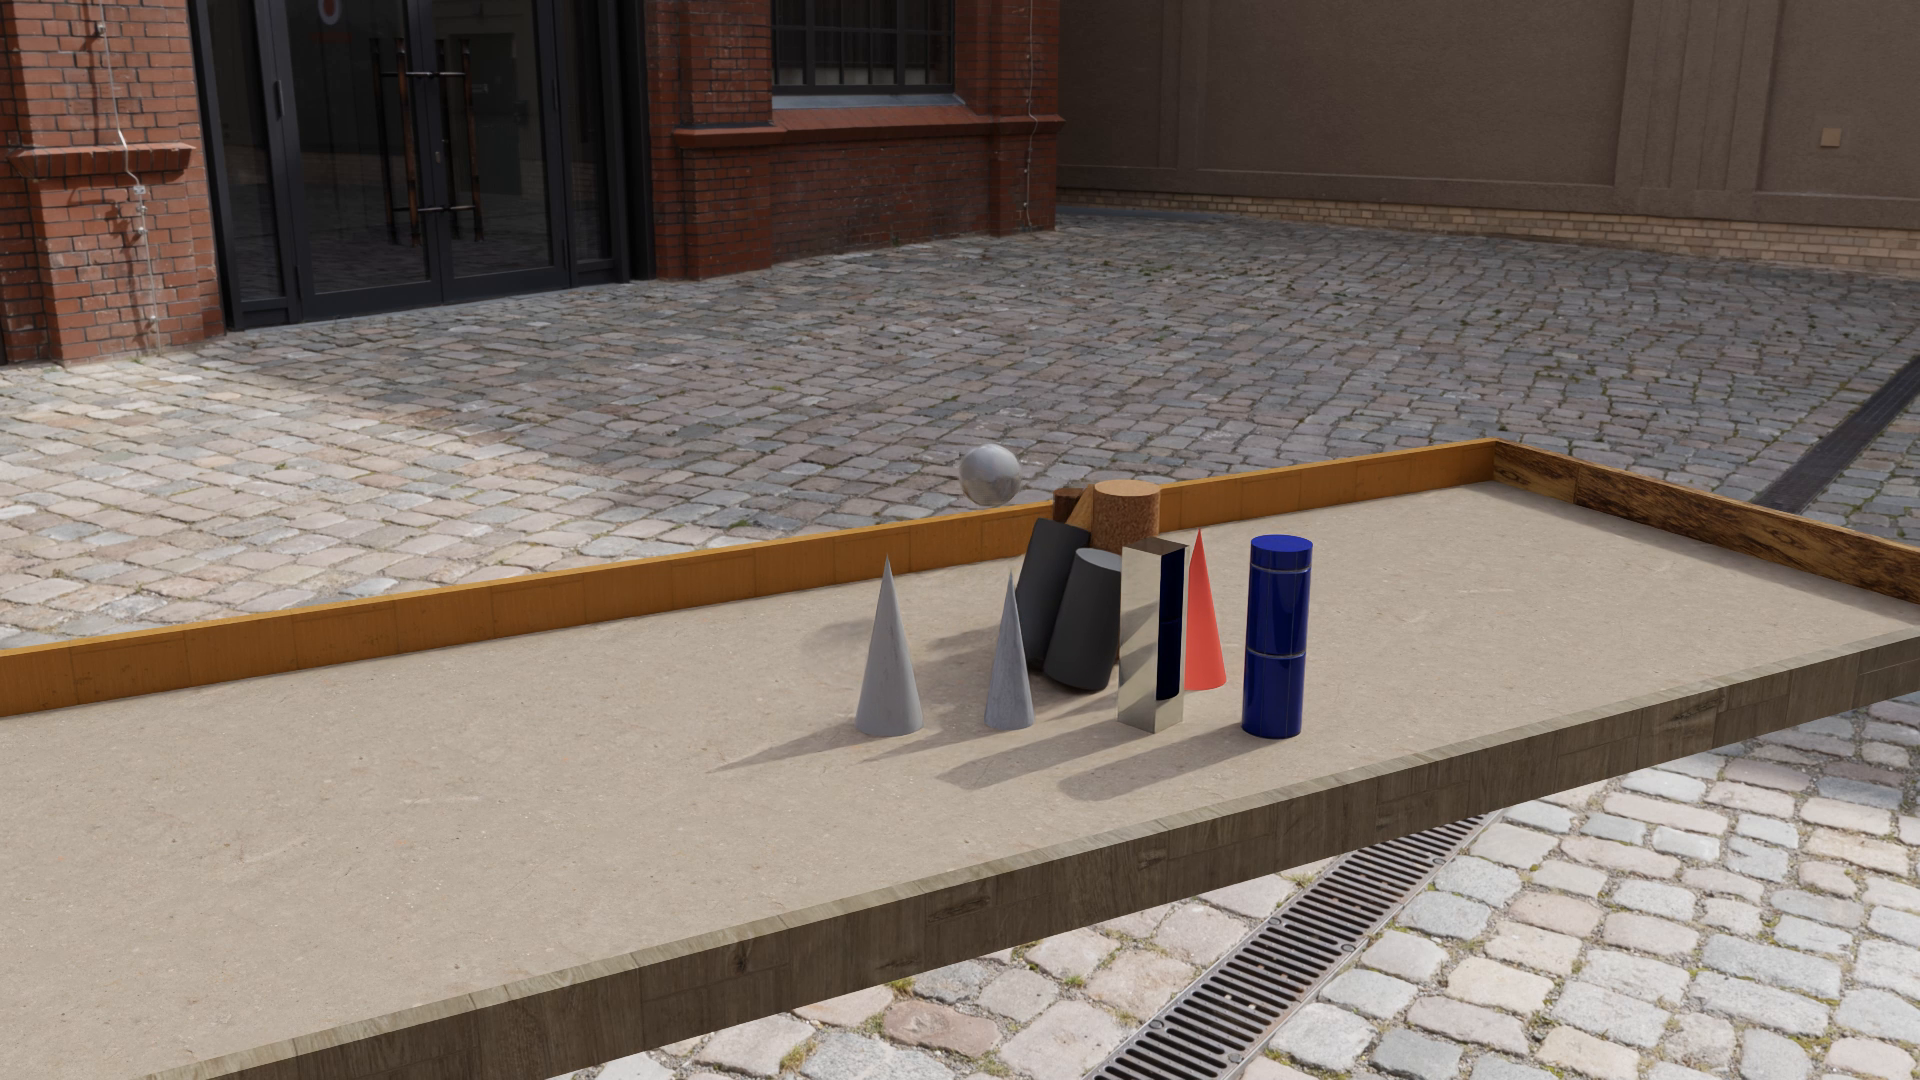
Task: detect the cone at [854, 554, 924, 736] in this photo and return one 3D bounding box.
[{"bbox_3d":[-0.166,0.230,3.828,0.164,0.419,0.164,0,16,0],"label":"cone"}]

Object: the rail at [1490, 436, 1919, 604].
[{"bbox_3d":[2.466,-0.048,5.253,0.050,0.150,2.100,-9,18,-27],"label":"rail"}]

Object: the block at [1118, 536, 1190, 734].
[{"bbox_3d":[0.449,0.221,3.837,0.110,0.432,0.110,15,22,41],"label":"block"}]

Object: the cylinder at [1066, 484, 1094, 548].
[{"bbox_3d":[0.290,0.061,4.412,0.121,0.424,0.121,30,-3,2],"label":"cylinder"}]

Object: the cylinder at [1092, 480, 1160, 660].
[{"bbox_3d":[0.429,0.076,4.313,0.171,0.440,0.171,1,17,0],"label":"cylinder"}]

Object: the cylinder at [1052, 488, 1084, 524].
[{"bbox_3d":[0.307,0.040,4.589,0.102,0.355,0.102,0,16,0],"label":"cylinder"}]

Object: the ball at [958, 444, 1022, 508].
[{"bbox_3d":[0.085,-0.183,4.672,0.179,0.179,0.179,0,16,0],"label":"ball"}]

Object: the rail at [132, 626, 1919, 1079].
[{"bbox_3d":[-2.336,1.006,1.665,12.000,0.150,0.050,-9,18,-27],"label":"rail"}]

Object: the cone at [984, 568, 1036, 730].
[{"bbox_3d":[0.117,0.245,3.851,0.122,0.378,0.122,0,16,0],"label":"cone"}]

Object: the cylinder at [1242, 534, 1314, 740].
[{"bbox_3d":[0.728,0.223,3.796,0.139,0.451,0.139,0,16,0],"label":"cylinder"}]

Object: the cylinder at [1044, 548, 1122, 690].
[{"bbox_3d":[0.327,0.194,4.088,0.168,0.310,0.168,14,15,-4],"label":"cylinder"}]

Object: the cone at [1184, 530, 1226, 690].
[{"bbox_3d":[0.589,0.158,4.111,0.166,0.399,0.166,0,16,0],"label":"cone"}]

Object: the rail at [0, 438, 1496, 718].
[{"bbox_3d":[-3.305,0.497,3.399,12.000,0.150,0.050,-9,18,-27],"label":"rail"}]

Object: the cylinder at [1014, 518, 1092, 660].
[{"bbox_3d":[0.220,0.130,4.243,0.150,0.347,0.150,16,-3,1],"label":"cylinder"}]
